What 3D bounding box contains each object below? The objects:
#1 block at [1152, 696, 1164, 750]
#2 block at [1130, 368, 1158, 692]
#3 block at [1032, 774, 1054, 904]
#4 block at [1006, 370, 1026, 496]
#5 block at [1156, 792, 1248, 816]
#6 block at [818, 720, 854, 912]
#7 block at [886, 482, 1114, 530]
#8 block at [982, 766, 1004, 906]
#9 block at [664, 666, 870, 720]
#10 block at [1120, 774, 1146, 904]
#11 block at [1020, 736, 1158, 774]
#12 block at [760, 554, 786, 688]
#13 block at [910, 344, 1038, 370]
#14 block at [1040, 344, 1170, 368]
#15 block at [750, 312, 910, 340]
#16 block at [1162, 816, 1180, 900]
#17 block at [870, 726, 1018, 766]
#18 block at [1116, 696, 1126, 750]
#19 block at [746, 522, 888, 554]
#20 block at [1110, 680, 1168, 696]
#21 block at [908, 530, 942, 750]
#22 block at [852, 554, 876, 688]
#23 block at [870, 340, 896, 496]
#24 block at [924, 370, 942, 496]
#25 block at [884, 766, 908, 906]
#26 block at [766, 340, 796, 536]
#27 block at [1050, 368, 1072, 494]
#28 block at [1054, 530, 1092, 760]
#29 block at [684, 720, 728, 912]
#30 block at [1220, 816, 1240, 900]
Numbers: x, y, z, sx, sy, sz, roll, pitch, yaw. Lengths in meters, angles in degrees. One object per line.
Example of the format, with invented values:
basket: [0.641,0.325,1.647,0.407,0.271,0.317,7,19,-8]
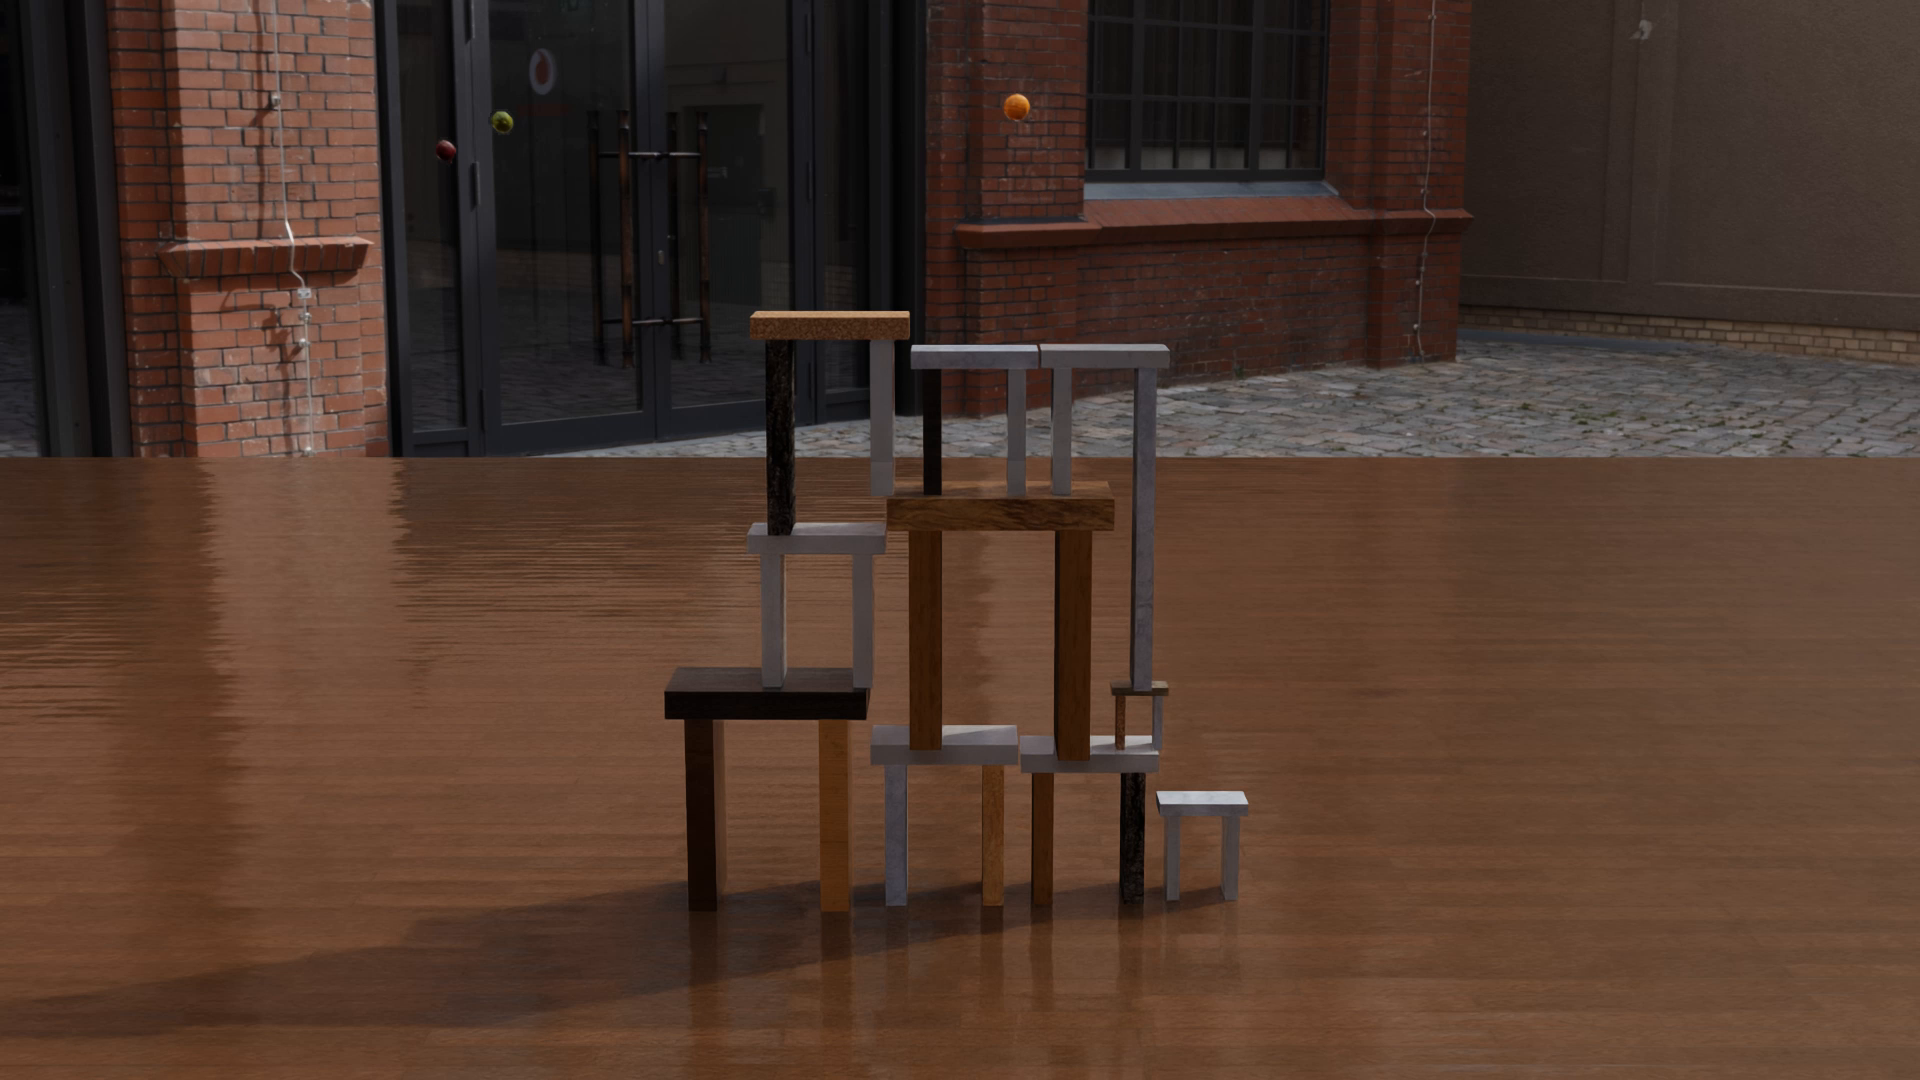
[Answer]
block: [0.324,0.294,3.609,0.013,0.092,0.046,0,11,0]
block: [0.296,-0.022,3.555,0.029,0.523,0.101,0,11,0]
block: [0.137,0.479,3.653,0.032,0.224,0.112,0,11,0]
block: [0.090,-0.179,3.525,0.028,0.201,0.100,0,11,0]
block: [0.401,0.437,3.644,0.145,0.021,0.072,0,11,0]
block: [-0.204,0.432,3.636,0.046,0.323,0.162,0,11,0]
block: [0.064,-0.056,3.549,0.358,0.051,0.179,0,11,0]
block: [0.054,0.472,3.649,0.034,0.239,0.120,0,11,0]
block: [-0.312,0.250,3.602,0.323,0.046,0.162,0,11,0]
block: [0.286,0.479,3.652,0.032,0.224,0.112,0,11,0]
block: [0.211,0.353,3.629,0.224,0.032,0.112,0,11,0]
block: [-0.303,0.120,3.578,0.031,0.220,0.110,0,11,0]
block: [0.023,-0.292,3.504,0.201,0.028,0.100,0,11,0]
block: [0.229,-0.293,3.505,0.202,0.029,0.101,0,11,1]
block: [-0.205,-0.341,3.493,0.247,0.035,0.124,0,11,-1]
block: [0.353,0.518,3.659,0.021,0.145,0.072,0,11,0]
block: [-0.025,0.338,3.624,0.239,0.034,0.120,0,11,0]
block: [0.263,0.294,3.609,0.013,0.092,0.046,0,11,0]
block: [-0.229,-0.003,3.554,0.220,0.031,0.110,0,11,0]
block: [0.293,0.243,3.599,0.092,0.013,0.046,0,11,0]
block: [-0.056,0.145,3.586,0.051,0.358,0.179,0,11,0]
block: [-0.156,0.121,3.578,0.031,0.220,0.110,0,11,0]
block: [-0.124,-0.202,3.521,0.035,0.247,0.124,0,11,0]
block: [-0.044,-0.179,3.525,0.028,0.201,0.100,0,11,0]
block: [-0.105,0.472,3.649,0.034,0.239,0.120,0,11,0]
block: [-0.287,-0.171,3.524,0.035,0.310,0.124,0,11,0]
block: [0.162,-0.180,3.526,0.029,0.202,0.101,0,11,0]
block: [0.183,0.154,3.588,0.051,0.376,0.179,0,11,0]
block: [-0.419,0.432,3.636,0.046,0.323,0.162,0,11,0]
block: [0.449,0.518,3.659,0.021,0.145,0.072,0,11,0]
